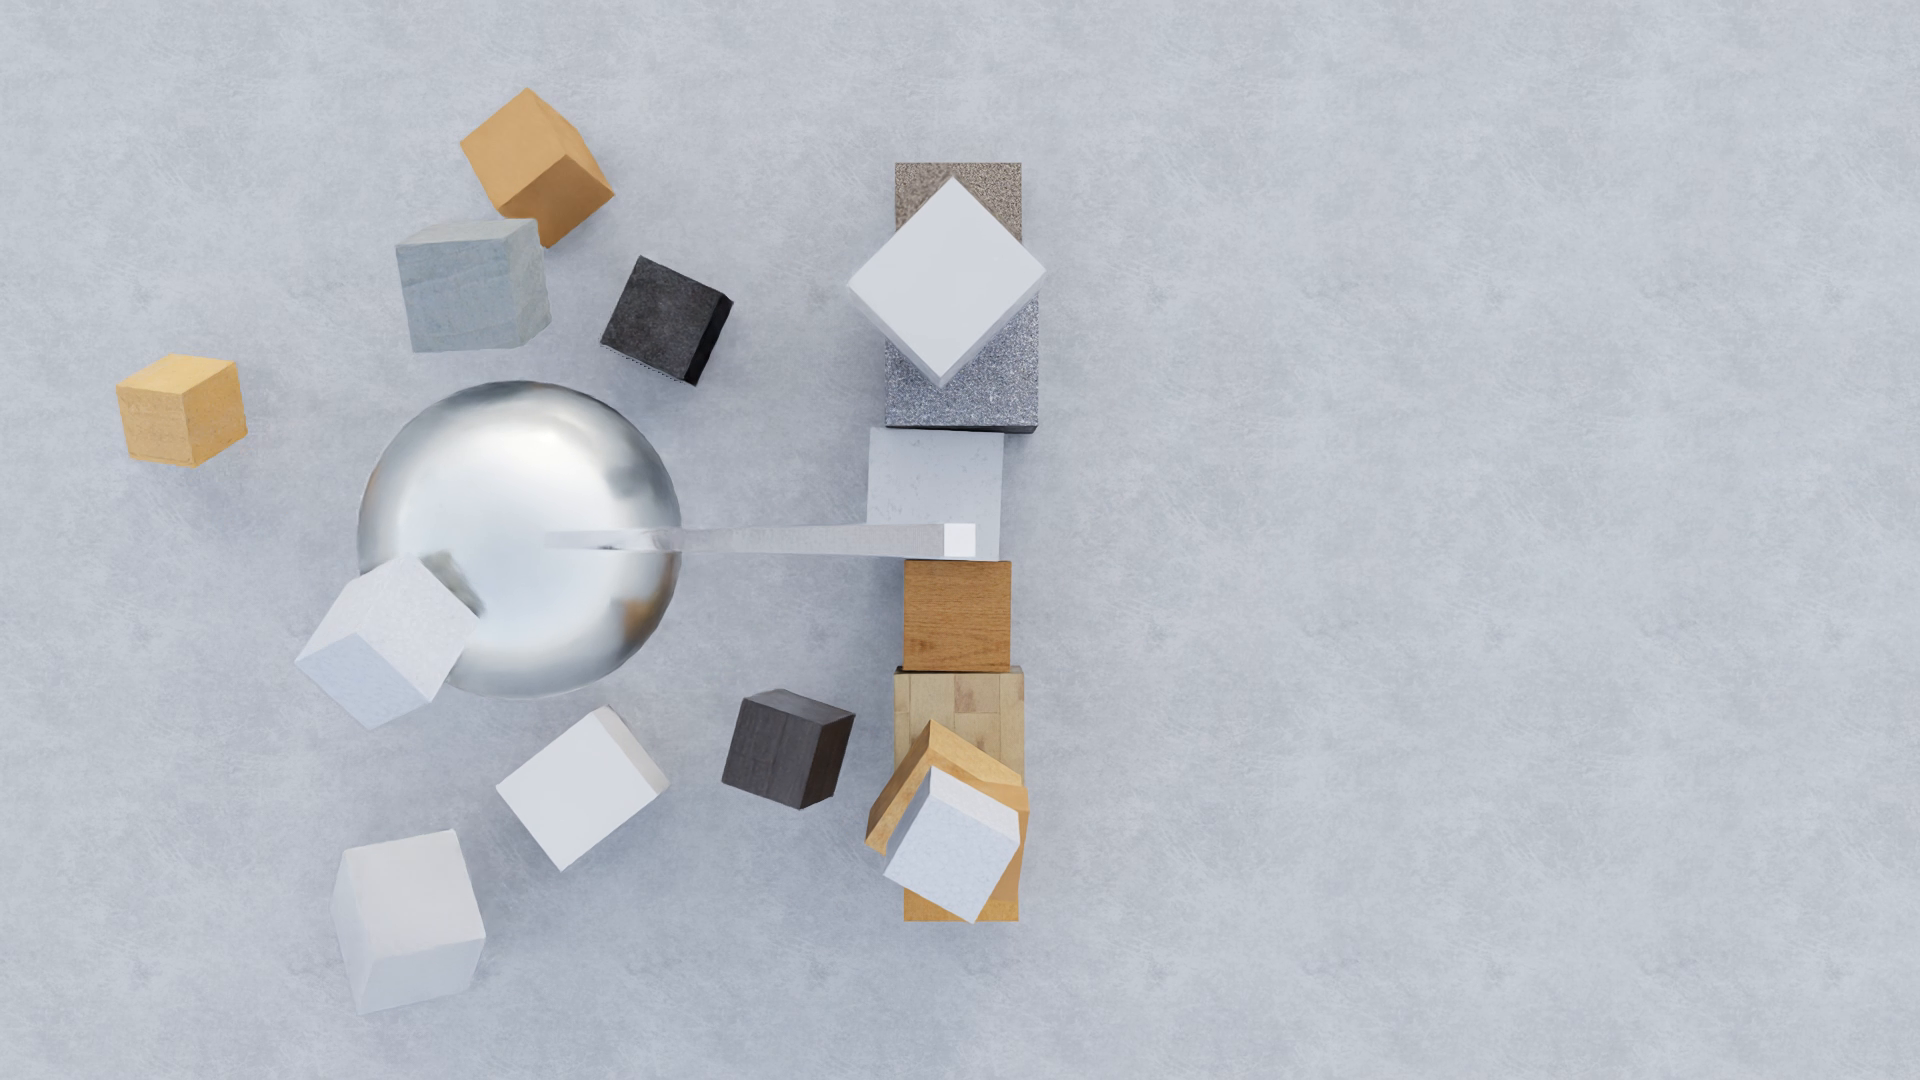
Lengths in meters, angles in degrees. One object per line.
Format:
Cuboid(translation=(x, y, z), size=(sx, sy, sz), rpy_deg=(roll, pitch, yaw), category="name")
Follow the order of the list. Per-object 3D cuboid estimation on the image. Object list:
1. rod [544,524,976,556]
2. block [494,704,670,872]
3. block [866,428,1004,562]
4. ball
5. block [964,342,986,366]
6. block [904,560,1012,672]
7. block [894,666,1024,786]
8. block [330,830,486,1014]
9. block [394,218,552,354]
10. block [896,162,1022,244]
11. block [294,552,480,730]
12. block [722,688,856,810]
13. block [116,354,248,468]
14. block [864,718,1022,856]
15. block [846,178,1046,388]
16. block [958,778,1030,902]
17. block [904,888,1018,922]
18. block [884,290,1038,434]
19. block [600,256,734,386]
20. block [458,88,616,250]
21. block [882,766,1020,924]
Cuboid(translation=(-0.946, 0.000, 7.791), size=(0.080, 5.200, 0.080), rpy_deg=(0, 90, -21), category="rod")
Cuboid(translation=(-2.167, 1.420, 12.709), size=(0.696, 0.583, 0.607), rpy_deg=(-38, 90, 0), category="block")
Cuboid(translation=(-0.143, -0.255, 12.646), size=(0.746, 0.708, 0.720), rpy_deg=(2, 90, 0), category="block")
Cuboid(translation=(-2.184, 0.000, 10.957), size=(1.600, 1.600, 1.600), rpy_deg=(0, 90, 0), category="ball")
Cuboid(translation=(0.005, -1.328, 11.790), size=(0.517, 0.536, 0.560), rpy_deg=(38, 90, 0), category="block")
Cuboid(translation=(-0.015, 0.427, 12.680), size=(0.601, 0.640, 0.619), rpy_deg=(1, 90, 0), category="block")
Cuboid(translation=(-0.004, 1.133, 12.596), size=(0.723, 0.808, 0.781), rpy_deg=(0, 90, 0), category="block")
Cuboid(translation=(-3.122, 2.153, 12.408), size=(0.625, 0.694, 0.688), rpy_deg=(-8, 58, -28), category="block")
Cuboid(translation=(-2.512, -1.323, 11.399), size=(0.576, 0.533, 0.563), rpy_deg=(-2, 109, 8), category="block")
Cuboid(translation=(-0.009, -1.794, 12.707), size=(0.715, 0.586, 0.674), rpy_deg=(0, 90, 0), category="block")
Cuboid(translation=(-2.608, 0.461, 10.039), size=(0.458, 0.537, 0.472), rpy_deg=(-24, 120, 34), category="block")
Cuboid(translation=(-0.965, 1.173, 12.434), size=(0.486, 0.550, 0.496), rpy_deg=(17, 97, 16), category="block")
Cuboid(translation=(-4.399, -0.735, 12.449), size=(0.439, 0.493, 0.449), rpy_deg=(8, 118, 18), category="block")
Cuboid(translation=(-0.083, 1.447, 11.847), size=(0.593, 0.659, 0.620), rpy_deg=(33, 97, -4), category="block")
Cuboid(translation=(-0.069, -1.228, 10.617), size=(0.622, 0.666, 0.707), rpy_deg=(45, 89, 0), category="block")
Cuboid(translation=(0.057, 1.525, 11.291), size=(0.525, 0.463, 0.480), rpy_deg=(8, 98, -1), category="block")
Cuboid(translation=(0.007, 1.831, 12.643), size=(0.642, 0.714, 0.600), rpy_deg=(0, 90, 0), category="block")
Cuboid(translation=(0.009, -1.038, 12.531), size=(0.842, 0.939, 0.818), rpy_deg=(0, 90, 0), category="block")
Cuboid(translation=(-1.691, -1.263, 12.743), size=(0.519, 0.519, 0.545), rpy_deg=(25, 91, 1), category="block")
Cuboid(translation=(-2.420, -2.125, 12.601), size=(0.513, 0.523, 0.568), rpy_deg=(-37, 62, 9), category="block")
Cuboid(translation=(-0.040, 1.483, 10.768), size=(0.495, 0.559, 0.457), rpy_deg=(29, 97, -4), category="block")
